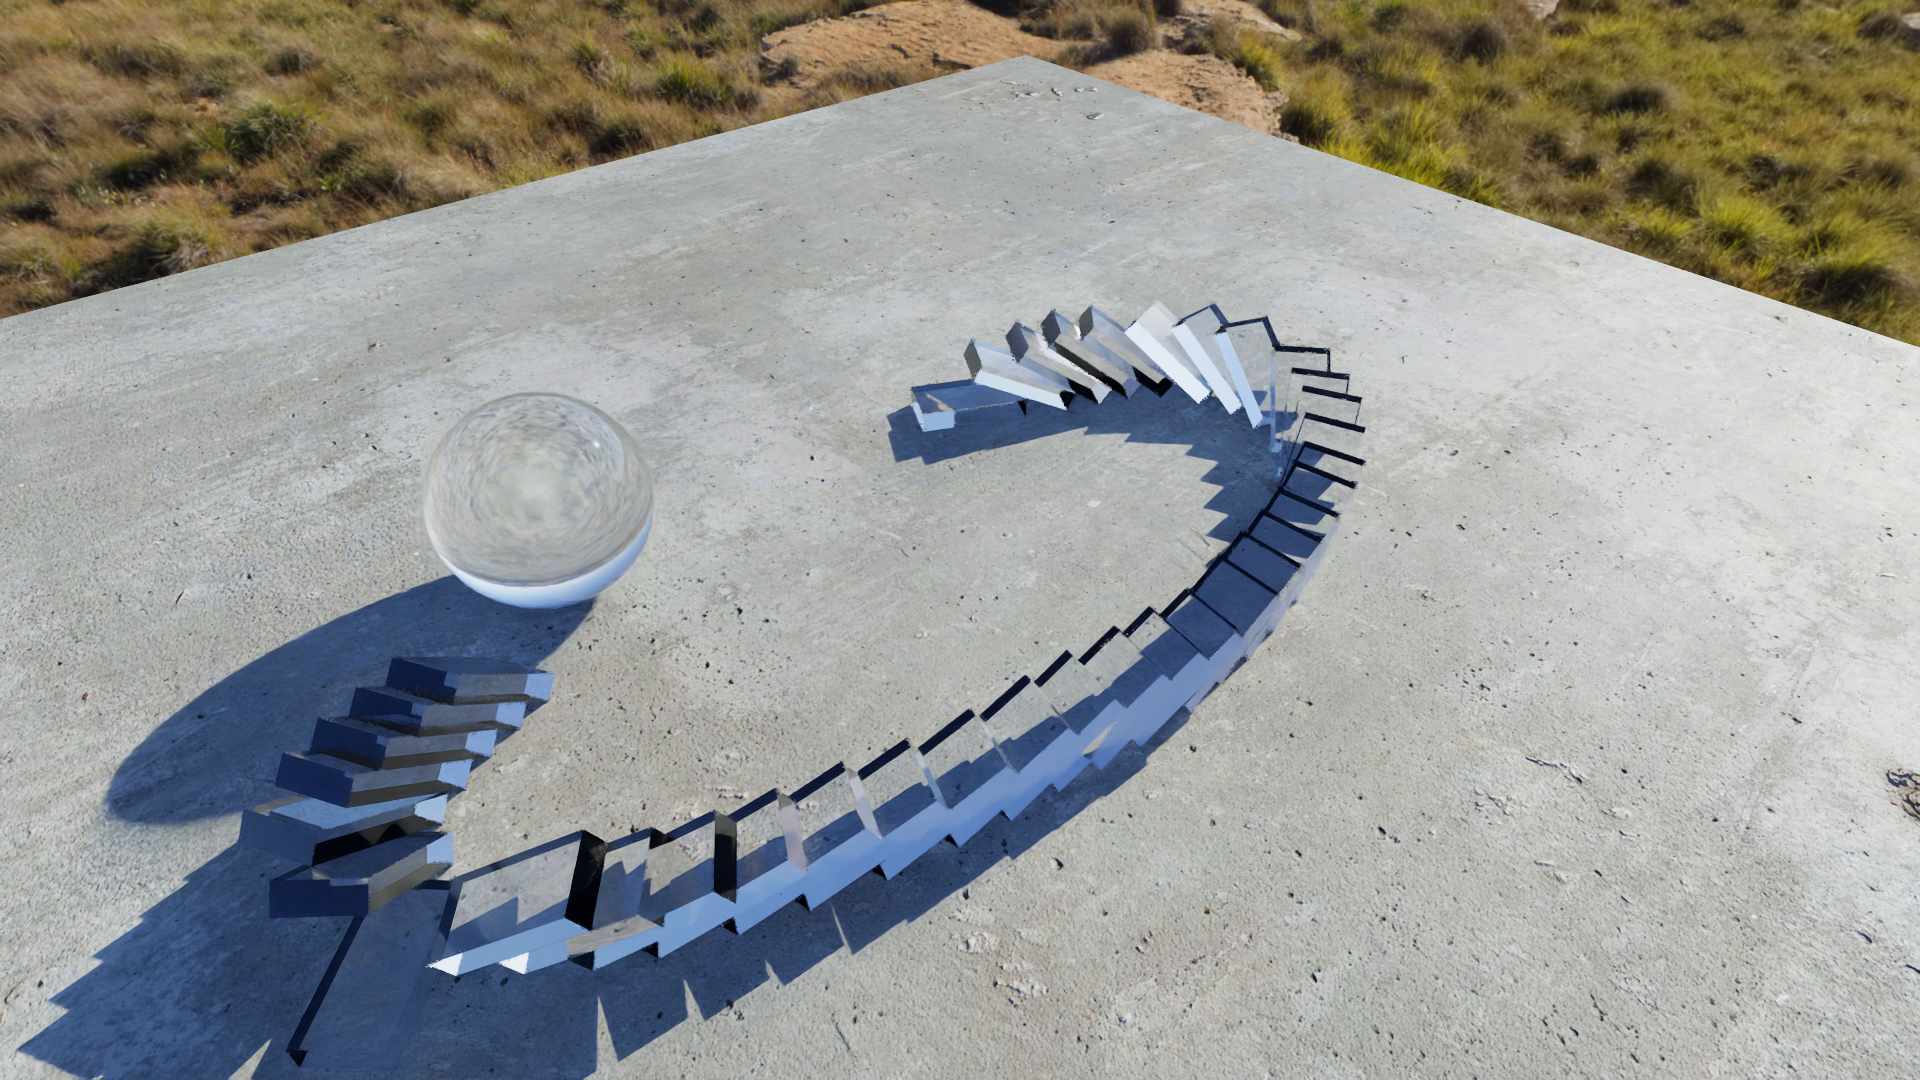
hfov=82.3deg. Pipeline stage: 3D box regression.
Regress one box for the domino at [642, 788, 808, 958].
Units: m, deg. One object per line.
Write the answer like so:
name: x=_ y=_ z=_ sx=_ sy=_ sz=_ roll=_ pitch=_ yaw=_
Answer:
domino: x=-0.068 y=0.094 z=0.311 sx=0.050 sy=0.010 sz=0.025 roll=-31 pitch=41 yaw=7

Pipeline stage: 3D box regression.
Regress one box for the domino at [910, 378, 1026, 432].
domino: x=0.004 y=-0.066 z=0.524 sx=0.050 sy=0.009 sz=0.025 roll=-9 pitch=40 yaw=-11

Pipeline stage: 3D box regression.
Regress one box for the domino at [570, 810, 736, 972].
domino: x=-0.085 y=0.097 z=0.304 sx=0.050 sy=0.010 sz=0.025 roll=-28 pitch=42 yaw=15

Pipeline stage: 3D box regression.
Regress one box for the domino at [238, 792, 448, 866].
domino: x=-0.178 y=0.081 z=0.322 sx=0.025 sy=0.009 sz=0.050 roll=12 pitch=2 yaw=14

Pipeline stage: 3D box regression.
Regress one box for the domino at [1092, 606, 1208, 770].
domino: x=0.055 y=0.048 z=0.364 sx=0.050 sy=0.009 sz=0.025 roll=-45 pitch=50 yaw=0

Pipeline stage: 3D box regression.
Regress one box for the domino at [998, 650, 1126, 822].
domino: x=0.025 y=0.061 z=0.348 sx=0.050 sy=0.009 sz=0.025 roll=-44 pitch=49 yaw=0

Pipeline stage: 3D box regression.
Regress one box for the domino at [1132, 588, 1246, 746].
domino: x=0.069 y=0.043 z=0.372 sx=0.050 sy=0.010 sz=0.025 roll=-45 pitch=50 yaw=-2

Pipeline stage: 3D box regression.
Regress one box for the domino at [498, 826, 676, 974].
domino: x=-0.102 y=0.099 z=0.301 sx=0.050 sy=0.009 sz=0.025 roll=-24 pitch=43 yaw=20

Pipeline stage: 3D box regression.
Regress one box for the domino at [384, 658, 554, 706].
domino: x=-0.160 y=0.046 z=0.362 sx=0.025 sy=0.009 sz=0.050 roll=12 pitch=-3 yaw=14

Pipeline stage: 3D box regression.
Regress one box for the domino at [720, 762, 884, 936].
domino: x=-0.049 y=0.089 z=0.318 sx=0.050 sy=0.010 sz=0.025 roll=-34 pitch=43 yaw=3

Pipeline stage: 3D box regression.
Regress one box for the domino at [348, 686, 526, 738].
domino: x=-0.166 y=0.054 z=0.352 sx=0.025 sy=0.009 sz=0.050 roll=12 pitch=-3 yaw=14

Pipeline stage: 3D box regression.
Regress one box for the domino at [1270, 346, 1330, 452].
domino: x=0.156 y=-0.064 z=0.503 sx=0.025 sy=0.010 sz=0.050 roll=4 pitch=69 yaw=5

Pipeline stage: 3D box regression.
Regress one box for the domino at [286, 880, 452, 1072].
domino: x=-0.157 y=0.117 z=0.300 sx=0.025 sy=0.010 sz=0.050 roll=1 pitch=39 yaw=2

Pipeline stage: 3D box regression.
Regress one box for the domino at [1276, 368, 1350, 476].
domino: x=0.156 y=-0.051 z=0.487 sx=0.025 sy=0.009 sz=0.050 roll=9 pitch=70 yaw=11

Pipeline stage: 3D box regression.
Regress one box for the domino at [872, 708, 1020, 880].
domino: x=-0.009 y=0.076 z=0.332 sx=0.050 sy=0.009 sz=0.025 roll=-38 pitch=46 yaw=2

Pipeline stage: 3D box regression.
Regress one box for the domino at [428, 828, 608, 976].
domino: x=-0.121 y=0.099 z=0.301 sx=0.050 sy=0.010 sz=0.025 roll=-23 pitch=43 yaw=20

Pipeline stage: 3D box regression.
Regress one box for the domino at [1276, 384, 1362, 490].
domino: x=0.154 y=-0.040 z=0.473 sx=0.025 sy=0.010 sz=0.050 roll=14 pitch=72 yaw=13

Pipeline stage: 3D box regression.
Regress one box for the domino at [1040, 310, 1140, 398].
domino: x=0.063 y=-0.090 z=0.530 sx=0.050 sy=0.009 sz=0.025 roll=28 pitch=29 yaw=-25

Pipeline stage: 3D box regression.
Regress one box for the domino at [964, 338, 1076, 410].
domino: x=0.028 y=-0.079 z=0.524 sx=0.050 sy=0.009 sz=0.025 roll=13 pitch=34 yaw=-24

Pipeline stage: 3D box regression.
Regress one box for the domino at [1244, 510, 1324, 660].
domino: x=0.109 y=0.016 z=0.404 sx=0.025 sy=0.010 sz=0.050 roll=32 pitch=81 yaw=31

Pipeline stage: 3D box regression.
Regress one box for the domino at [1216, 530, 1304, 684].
domino: x=0.097 y=0.024 z=0.394 sx=0.025 sy=0.009 sz=0.050 roll=35 pitch=82 yaw=32

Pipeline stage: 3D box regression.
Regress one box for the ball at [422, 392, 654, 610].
ball: x=-0.154 y=-0.014 z=0.405 sx=0.080 sy=0.080 sz=0.080 roll=0 pitch=39 yaw=0

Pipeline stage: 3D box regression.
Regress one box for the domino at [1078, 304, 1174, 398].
domino: x=0.080 y=-0.092 z=0.533 sx=0.050 sy=0.010 sz=0.025 roll=31 pitch=32 yaw=-19

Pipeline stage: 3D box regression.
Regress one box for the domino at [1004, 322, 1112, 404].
domino: x=0.047 y=-0.085 z=0.526 sx=0.050 sy=0.009 sz=0.025 roll=21 pitch=31 yaw=-29

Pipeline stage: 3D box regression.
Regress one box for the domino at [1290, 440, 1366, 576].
domino: x=0.140 y=-0.013 z=0.441 sx=0.025 sy=0.009 sz=0.050 roll=23 pitch=74 yaw=26

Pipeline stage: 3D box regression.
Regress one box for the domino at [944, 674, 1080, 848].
domino: x=0.010 y=0.068 z=0.340 sx=0.050 sy=0.009 sz=0.025 roll=-42 pitch=47 yaw=2

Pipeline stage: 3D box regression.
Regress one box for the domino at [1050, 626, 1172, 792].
domino: x=0.041 y=0.054 z=0.356 sx=0.050 sy=0.010 sz=0.025 roll=-44 pitch=50 yaw=1

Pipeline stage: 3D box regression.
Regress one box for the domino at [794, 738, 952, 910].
domino: x=-0.030 y=0.083 z=0.324 sx=0.050 sy=0.009 sz=0.025 roll=-35 pitch=44 yaw=2

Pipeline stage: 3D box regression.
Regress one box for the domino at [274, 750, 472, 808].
domino: x=-0.176 y=0.070 z=0.333 sx=0.025 sy=0.010 sz=0.050 roll=12 pitch=-3 yaw=14

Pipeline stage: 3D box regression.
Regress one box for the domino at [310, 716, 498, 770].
domino: x=-0.171 y=0.062 z=0.343 sx=0.025 sy=0.010 sz=0.050 roll=12 pitch=-3 yaw=14

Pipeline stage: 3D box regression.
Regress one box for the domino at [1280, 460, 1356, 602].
domino: x=0.131 y=-0.004 z=0.428 sx=0.025 sy=0.009 sz=0.050 roll=27 pitch=77 yaw=27

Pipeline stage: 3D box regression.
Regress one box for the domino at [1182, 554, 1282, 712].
domino: x=0.086 y=0.032 z=0.383 sx=0.025 sy=0.010 sz=0.050 roll=38 pitch=84 yaw=32

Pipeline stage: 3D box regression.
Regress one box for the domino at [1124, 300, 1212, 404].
domino: x=0.106 y=-0.092 z=0.537 sx=0.050 sy=0.009 sz=0.025 roll=44 pitch=50 yaw=3

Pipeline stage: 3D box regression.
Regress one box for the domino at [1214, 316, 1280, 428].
domino: x=0.142 y=-0.080 z=0.520 sx=0.025 sy=0.009 sz=0.050 roll=-13 pitch=74 yaw=-19

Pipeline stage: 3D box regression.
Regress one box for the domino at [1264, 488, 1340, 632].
domino: x=0.120 y=0.007 z=0.416 sx=0.025 sy=0.009 sz=0.050 roll=29 pitch=78 yaw=30

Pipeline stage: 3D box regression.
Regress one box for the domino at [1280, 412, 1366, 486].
domino: x=0.148 y=-0.027 z=0.457 sx=0.025 sy=0.010 sz=0.050 roll=18 pitch=73 yaw=19

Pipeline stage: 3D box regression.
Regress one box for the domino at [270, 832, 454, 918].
domino: x=-0.165 y=0.092 z=0.307 sx=0.025 sy=0.009 sz=0.050 roll=-1 pitch=-1 yaw=-2

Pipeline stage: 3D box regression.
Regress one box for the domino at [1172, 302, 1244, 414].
domino: x=0.126 y=-0.088 z=0.529 sx=0.025 sy=0.009 sz=0.050 roll=-29 pitch=82 yaw=-31
